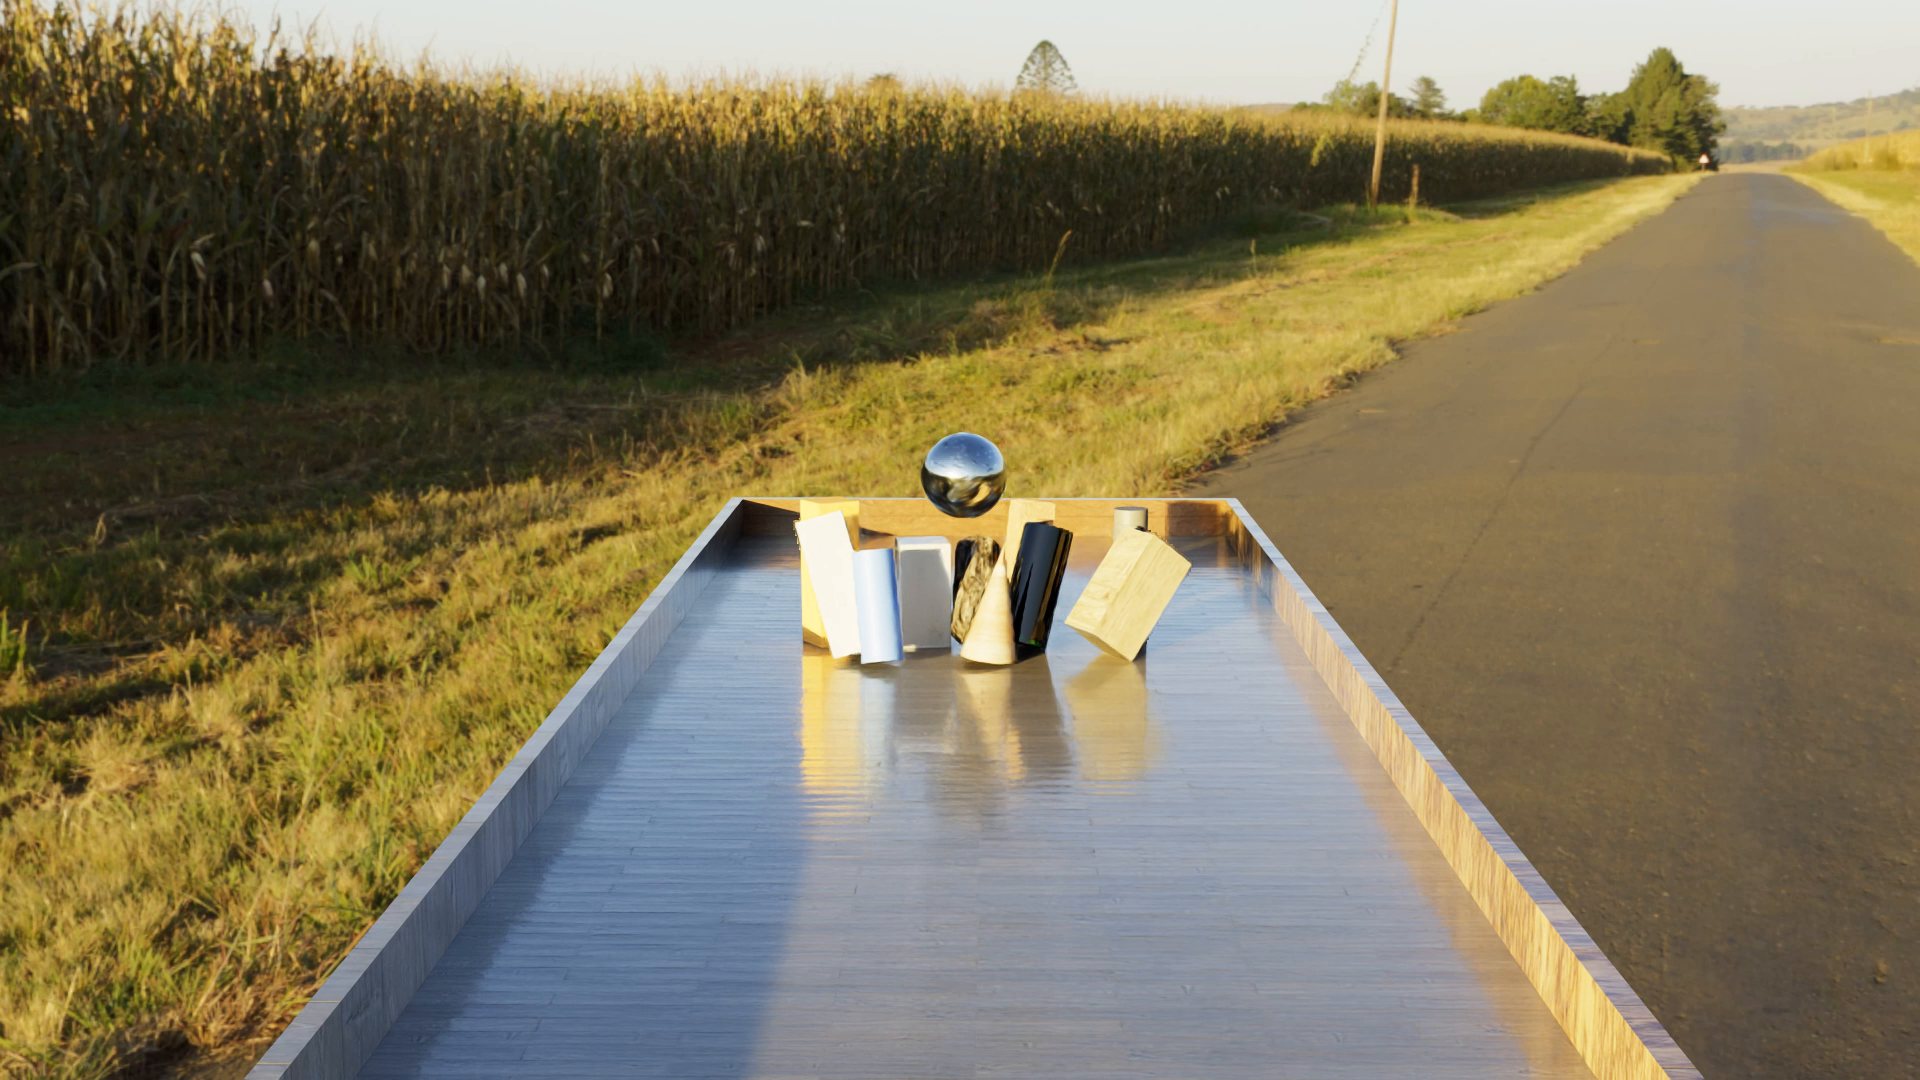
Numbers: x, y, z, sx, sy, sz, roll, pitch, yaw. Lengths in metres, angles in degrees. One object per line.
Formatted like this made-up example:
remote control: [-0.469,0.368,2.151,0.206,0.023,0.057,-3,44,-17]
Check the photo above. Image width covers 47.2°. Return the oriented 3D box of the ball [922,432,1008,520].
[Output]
ball: [0.014,-0.208,7.119,0.280,0.280,0.280,0,9,0]

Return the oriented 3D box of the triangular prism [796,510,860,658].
triangular prism: [-0.372,0.139,6.746,0.148,0.431,0.128,-16,-3,-2]

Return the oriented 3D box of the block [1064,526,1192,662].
block: [0.514,0.164,6.736,0.172,0.354,0.172,37,-9,-27]

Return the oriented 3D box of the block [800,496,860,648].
block: [-0.409,0.098,6.940,0.137,0.452,0.137,-5,10,-29]

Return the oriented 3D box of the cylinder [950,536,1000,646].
cylinder: [0.051,0.160,6.957,0.143,0.143,0.349,0,47,3]

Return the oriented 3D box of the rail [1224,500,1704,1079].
rail: [1.046,0.843,3.208,0.050,0.150,12.000,0,9,1]

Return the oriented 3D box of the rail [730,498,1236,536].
rail: [0.099,-0.098,9.147,2.100,0.150,0.050,0,9,1]

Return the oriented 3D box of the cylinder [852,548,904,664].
cylinder: [-0.248,0.200,6.615,0.126,0.334,0.126,-6,-5,0]

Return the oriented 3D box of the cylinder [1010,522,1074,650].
cylinder: [0.234,0.141,6.835,0.158,0.371,0.158,14,-4,1]

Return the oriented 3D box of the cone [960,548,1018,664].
cone: [0.110,0.185,6.655,0.177,0.351,0.177,8,7,-1]

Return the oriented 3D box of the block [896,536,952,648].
block: [-0.116,0.163,6.932,0.156,0.327,0.156,-2,9,-8]

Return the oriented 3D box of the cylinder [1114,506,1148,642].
cylinder: [0.538,0.111,6.952,0.108,0.425,0.108,0,9,0]

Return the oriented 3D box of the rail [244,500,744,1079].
rail: [-1.004,0.839,3.234,0.050,0.150,12.000,0,9,1]

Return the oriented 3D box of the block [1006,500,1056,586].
block: [0.209,0.093,6.970,0.114,0.431,0.114,7,-2,-16]
